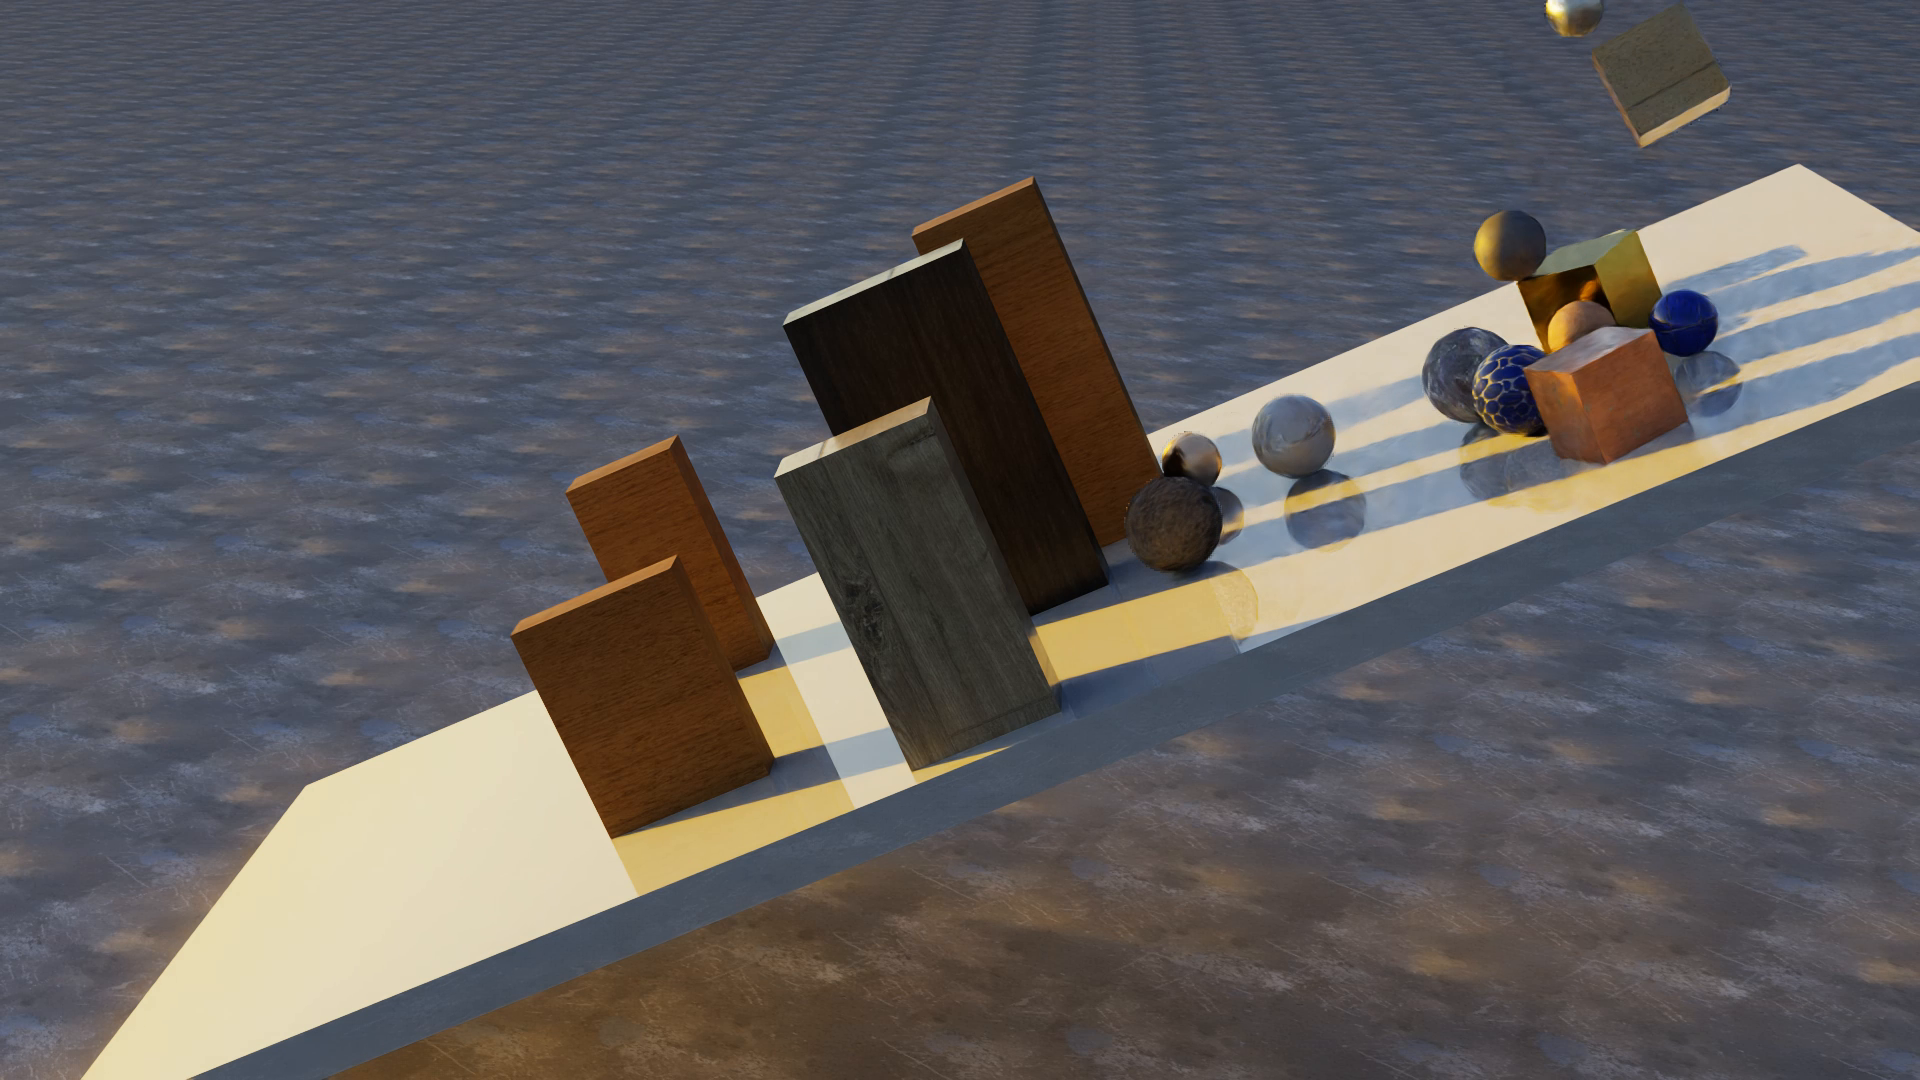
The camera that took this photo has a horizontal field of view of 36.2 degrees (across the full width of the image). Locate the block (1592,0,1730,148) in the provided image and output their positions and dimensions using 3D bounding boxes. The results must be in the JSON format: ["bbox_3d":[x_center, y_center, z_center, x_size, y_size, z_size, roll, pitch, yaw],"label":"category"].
[{"bbox_3d":[1.349,-0.893,5.663,0.189,0.189,0.189,-29,-6,12],"label":"block"}]

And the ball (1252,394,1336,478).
[{"bbox_3d":[0.701,-0.218,6.180,0.177,0.177,0.177,0,15,0],"label":"ball"}]

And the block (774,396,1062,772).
[{"bbox_3d":[-0.071,0.082,5.400,0.300,0.607,0.148,-23,13,8],"label":"block"}]

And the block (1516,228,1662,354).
[{"bbox_3d":[1.327,-0.509,6.168,0.192,0.192,0.192,-11,19,46],"label":"block"}]

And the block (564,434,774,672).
[{"bbox_3d":[-0.660,0.063,6.730,0.260,0.534,0.143,-23,13,8],"label":"block"}]

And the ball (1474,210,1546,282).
[{"bbox_3d":[1.150,-0.614,6.144,0.149,0.149,0.149,0,15,0],"label":"ball"}]

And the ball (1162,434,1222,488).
[{"bbox_3d":[0.507,-0.168,6.438,0.131,0.131,0.131,0,15,0],"label":"ball"}]

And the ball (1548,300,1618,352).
[{"bbox_3d":[1.275,-0.420,6.023,0.142,0.142,0.142,0,15,0],"label":"ball"}]

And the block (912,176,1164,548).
[{"bbox_3d":[0.185,-0.362,6.328,0.278,0.783,0.127,-23,13,8],"label":"block"}]

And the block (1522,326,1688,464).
[{"bbox_3d":[1.196,-0.270,5.456,0.185,0.185,0.185,-27,13,-13],"label":"block"}]

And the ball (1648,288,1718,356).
[{"bbox_3d":[1.426,-0.428,5.795,0.134,0.134,0.134,0,15,0],"label":"ball"}]

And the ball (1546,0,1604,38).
[{"bbox_3d":[1.282,-1.106,6.133,0.117,0.117,0.117,0,15,0],"label":"ball"}]

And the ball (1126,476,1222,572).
[{"bbox_3d":[0.430,-0.033,5.893,0.191,0.191,0.191,0,15,0],"label":"ball"}]

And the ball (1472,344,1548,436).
[{"bbox_3d":[1.093,-0.295,5.763,0.179,0.179,0.179,0,15,0],"label":"ball"}]

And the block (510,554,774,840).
[{"bbox_3d":[-0.626,0.312,5.824,0.348,0.460,0.105,-23,13,8],"label":"block"}]

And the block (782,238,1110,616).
[{"bbox_3d":[-0.023,-0.189,6.064,0.394,0.759,0.140,-23,13,8],"label":"block"}]

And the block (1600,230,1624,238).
[{"bbox_3d":[1.397,-0.570,6.378,0.146,0.146,0.146,-20,10,13],"label":"block"}]

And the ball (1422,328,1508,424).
[{"bbox_3d":[1.040,-0.335,5.989,0.195,0.195,0.195,0,15,0],"label":"ball"}]

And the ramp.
[{"bbox_3d":[0.131,0.170,6.285,4.000,0.100,2.000,-23,13,8],"label":"ramp"}]
